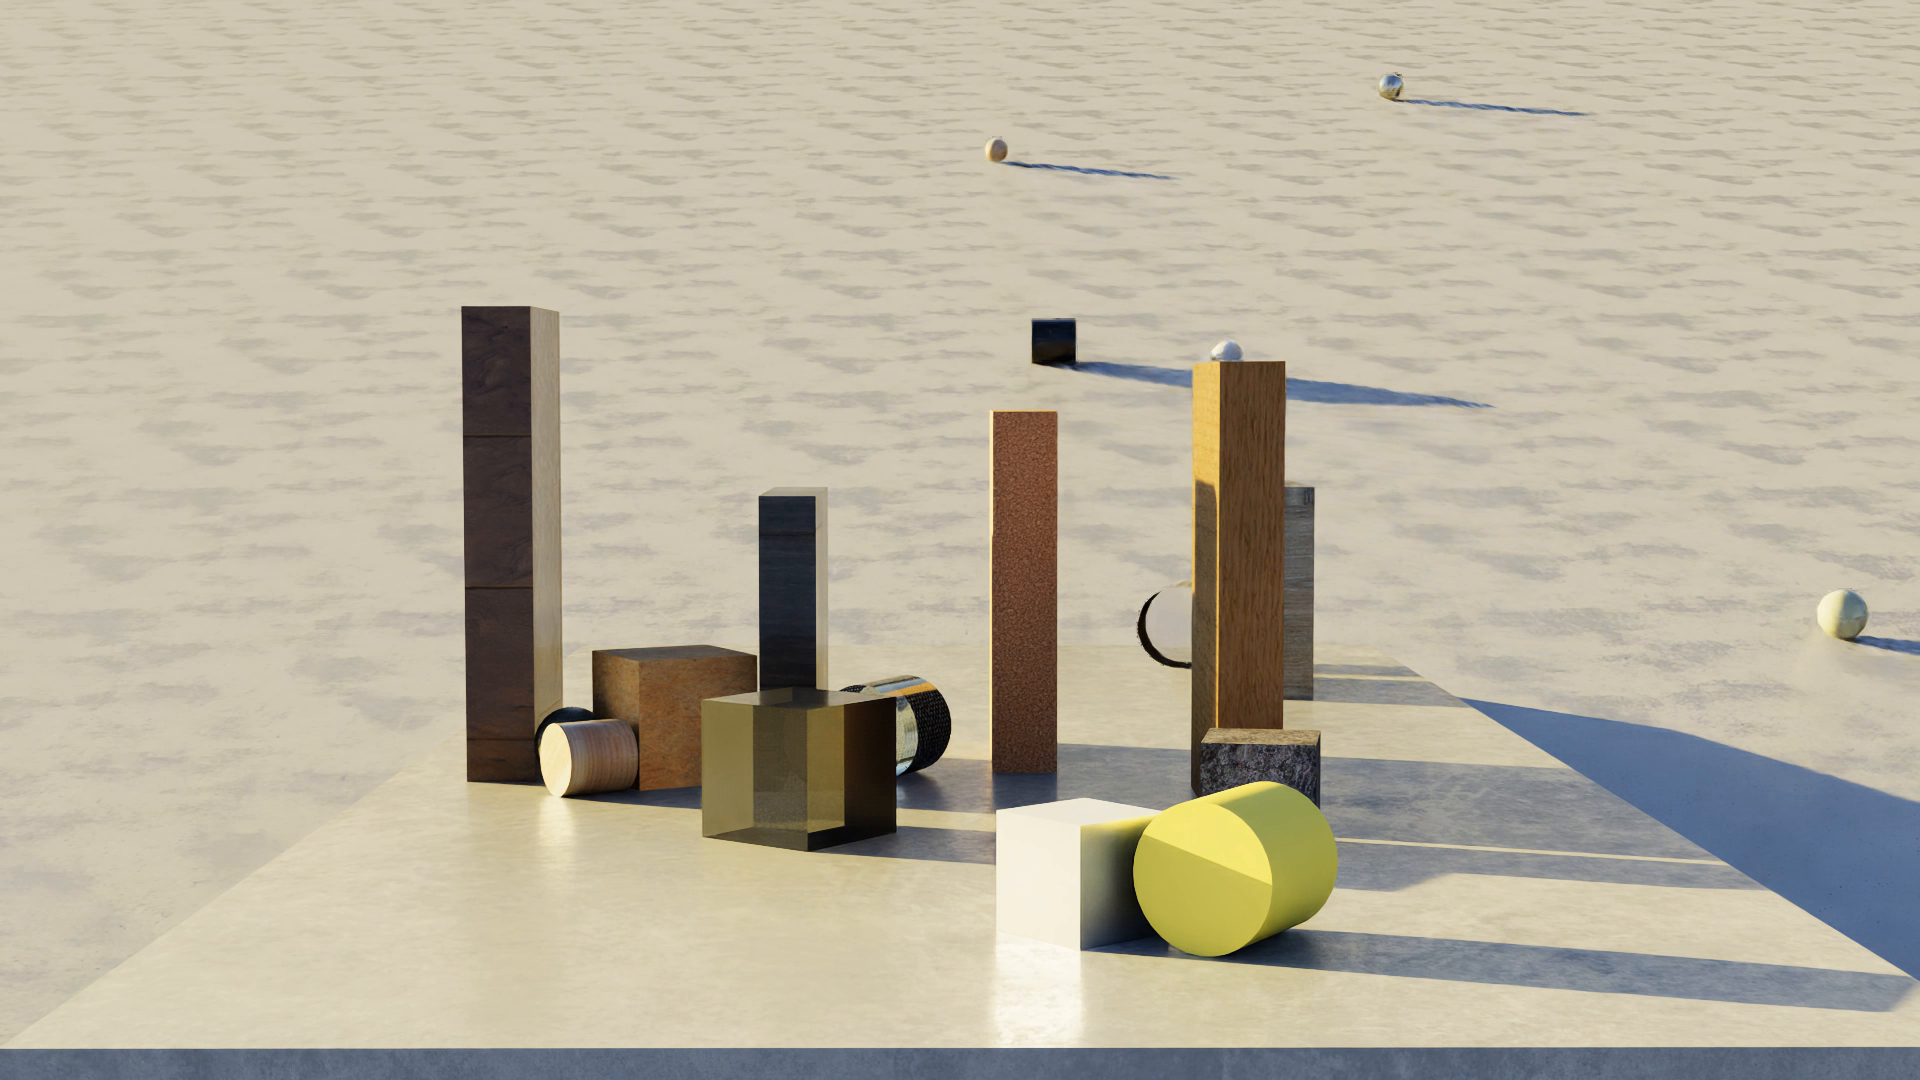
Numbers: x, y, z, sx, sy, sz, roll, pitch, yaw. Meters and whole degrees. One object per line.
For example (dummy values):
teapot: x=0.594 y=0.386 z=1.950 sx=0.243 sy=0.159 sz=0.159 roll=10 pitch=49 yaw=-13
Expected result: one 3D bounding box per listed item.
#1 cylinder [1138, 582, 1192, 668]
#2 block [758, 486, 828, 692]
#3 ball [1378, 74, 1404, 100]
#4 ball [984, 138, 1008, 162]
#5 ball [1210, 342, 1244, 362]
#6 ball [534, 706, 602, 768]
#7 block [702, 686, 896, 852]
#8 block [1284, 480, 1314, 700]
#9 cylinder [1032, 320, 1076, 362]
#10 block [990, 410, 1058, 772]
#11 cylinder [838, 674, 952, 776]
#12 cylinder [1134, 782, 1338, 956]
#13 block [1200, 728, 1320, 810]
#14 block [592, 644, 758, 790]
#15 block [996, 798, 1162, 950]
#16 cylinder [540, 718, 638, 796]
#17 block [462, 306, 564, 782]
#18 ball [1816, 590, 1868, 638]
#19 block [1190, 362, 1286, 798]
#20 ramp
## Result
cylinder: x=0.528 y=0.199 z=6.069 sx=0.190 sy=0.190 sz=0.190 roll=5 pitch=4 yaw=12
block: x=-0.282 y=0.154 z=4.399 sx=0.093 sy=0.475 sz=0.393 roll=0 pitch=3 yaw=0
ball: x=2.314 y=-2.435 z=13.804 sx=0.137 sy=0.137 sz=0.137 roll=0 pitch=21 yaw=0
ball: x=0.175 y=-1.871 z=12.333 sx=0.114 sy=0.114 sz=0.114 roll=0 pitch=21 yaw=0
ball: x=0.942 y=-0.639 z=9.044 sx=0.119 sy=0.119 sz=0.119 roll=0 pitch=21 yaw=0
ball: x=-0.641 y=0.338 z=4.245 sx=0.126 sy=0.126 sz=0.126 roll=0 pitch=21 yaw=0
block: x=-0.233 y=0.330 z=3.739 sx=0.201 sy=0.201 sz=0.201 roll=2 pitch=4 yaw=37
block: x=0.694 y=0.099 z=5.586 sx=0.090 sy=0.445 sz=0.442 roll=0 pitch=3 yaw=0
cylinder: x=0.335 y=-0.712 z=9.184 sx=0.155 sy=0.155 sz=0.155 roll=0 pitch=21 yaw=1
block: x=0.109 y=0.078 z=4.521 sx=0.109 sy=0.611 sz=0.372 roll=0 pitch=3 yaw=0
cylinder: x=-0.125 y=0.315 z=4.294 sx=0.164 sy=0.164 sz=0.164 roll=11 pitch=8 yaw=26
cylinder: x=0.324 y=0.383 z=3.010 sx=0.178 sy=0.178 sz=0.178 roll=13 pitch=10 yaw=31
block: x=0.426 y=0.357 z=3.631 sx=0.159 sy=0.159 sz=0.159 roll=1 pitch=3 yaw=10
block: x=-0.478 y=0.293 z=4.294 sx=0.210 sy=0.210 sz=0.210 roll=-2 pitch=4 yaw=-29
block: x=0.146 y=0.396 z=3.068 sx=0.146 sy=0.146 sz=0.146 roll=-3 pitch=4 yaw=-41
cylinder: x=-0.596 y=0.349 z=4.130 sx=0.117 sy=0.117 sz=0.117 roll=-2 pitch=19 yaw=-33
block: x=-0.760 y=0.000 z=4.385 sx=0.113 sy=0.785 sz=0.310 roll=0 pitch=3 yaw=0
ball: x=2.337 y=0.196 z=6.801 sx=0.131 sy=0.131 sz=0.131 roll=0 pitch=21 yaw=0
block: x=0.426 y=0.071 z=3.972 sx=0.096 sy=0.689 sz=0.423 roll=0 pitch=3 yaw=0
ramp: x=0.048 y=0.434 z=4.532 sx=2.000 sy=0.100 sz=4.000 roll=0 pitch=3 yaw=0
